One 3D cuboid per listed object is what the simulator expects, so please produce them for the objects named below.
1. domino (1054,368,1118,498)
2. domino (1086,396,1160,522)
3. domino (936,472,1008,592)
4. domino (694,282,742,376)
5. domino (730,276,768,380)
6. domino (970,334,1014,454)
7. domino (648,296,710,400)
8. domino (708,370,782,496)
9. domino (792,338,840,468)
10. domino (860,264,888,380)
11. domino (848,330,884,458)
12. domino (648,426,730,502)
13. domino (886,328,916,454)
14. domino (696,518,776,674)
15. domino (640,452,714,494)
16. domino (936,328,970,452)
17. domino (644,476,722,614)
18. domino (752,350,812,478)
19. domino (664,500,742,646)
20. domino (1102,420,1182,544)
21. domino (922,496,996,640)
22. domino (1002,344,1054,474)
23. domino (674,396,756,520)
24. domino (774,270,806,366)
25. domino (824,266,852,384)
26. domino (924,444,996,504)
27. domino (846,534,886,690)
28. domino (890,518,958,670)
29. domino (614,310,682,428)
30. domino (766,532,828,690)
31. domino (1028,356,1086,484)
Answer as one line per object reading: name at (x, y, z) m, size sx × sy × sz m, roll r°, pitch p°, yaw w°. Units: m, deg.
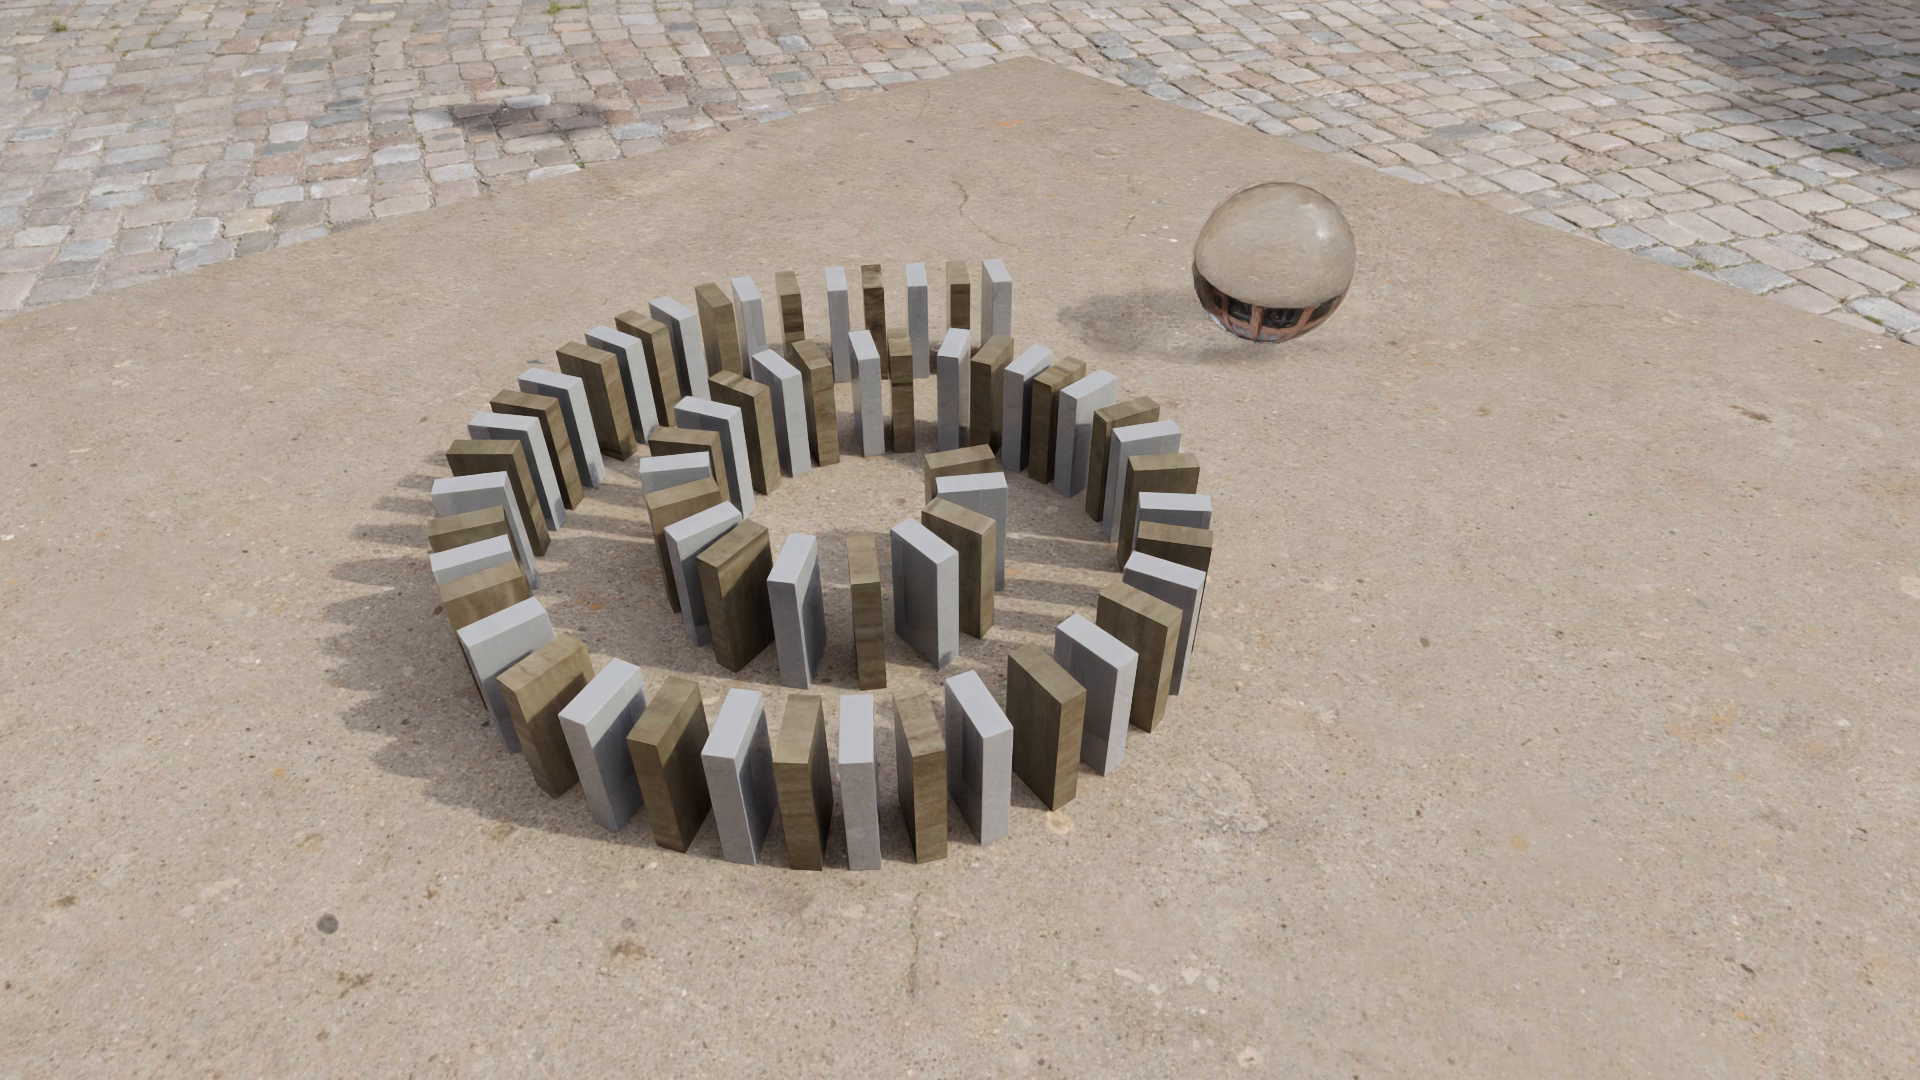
domino at (0.053, -0.045, 0.466) m, size 0.025 × 0.050 × 0.010 m, roll -30°, pitch 48°, yaw -32°
domino at (0.066, -0.033, 0.451) m, size 0.025 × 0.050 × 0.010 m, roll -18°, pitch 42°, yaw -20°
domino at (0.004, -0.002, 0.413) m, size 0.025 × 0.050 × 0.009 m, roll -5°, pitch 40°, yaw -6°
domino at (-0.115, -0.095, 0.527) m, size 0.009 × 0.050 × 0.025 m, roll -20°, pitch 43°, yaw -23°
domino at (-0.101, -0.099, 0.532) m, size 0.009 × 0.050 × 0.025 m, roll -13°, pitch 41°, yaw -16°
domino at (0.014, -0.063, 0.488) m, size 0.009 × 0.050 × 0.025 m, roll 16°, pitch 42°, yaw 19°
domino at (-0.131, -0.087, 0.517) m, size 0.009 × 0.050 × 0.025 m, roll -32°, pitch 49°, yaw -33°
domino at (-0.091, -0.045, 0.467) m, size 0.025 × 0.050 × 0.009 m, roll 22°, pitch 44°, yaw 25°
domino at (-0.064, -0.060, 0.485) m, size 0.010 × 0.050 × 0.025 m, roll -17°, pitch 42°, yaw -20°
domino at (-0.042, -0.107, 0.542) m, size 0.009 × 0.050 × 0.025 m, roll -4°, pitch 40°, yaw -5°
domino at (-0.042, -0.065, 0.491) m, size 0.010 × 0.050 × 0.025 m, roll -9°, pitch 40°, yaw -11°
domino at (-0.106, -0.021, 0.437) m, size 0.025 × 0.050 × 0.009 m, roll 6°, pitch 40°, yaw 7°
domino at (-0.026, -0.067, 0.493) m, size 0.009 × 0.050 × 0.025 m, roll -4°, pitch 39°, yaw -5°
domino at (-0.077, 0.020, 0.387) m, size 0.009 × 0.050 × 0.025 m, roll 23°, pitch 45°, yaw 26°
domino at (-0.106, -0.010, 0.423) m, size 0.025 × 0.050 × 0.009 m, roll -7°, pitch 40°, yaw -8°
domino at (-0.003, -0.066, 0.492) m, size 0.009 × 0.050 × 0.025 m, roll 8°, pitch 40°, yaw 9°
domino at (-0.099, 0.002, 0.409) m, size 0.025 × 0.050 × 0.009 m, roll -18°, pitch 42°, yaw -20°
domino at (-0.077, -0.055, 0.478) m, size 0.010 × 0.050 × 0.025 m, roll -26°, pitch 46°, yaw -28°
domino at (-0.089, 0.013, 0.396) m, size 0.025 × 0.050 × 0.010 m, roll -27°, pitch 46°, yaw -29°
domino at (0.072, -0.023, 0.439) m, size 0.025 × 0.050 × 0.010 m, roll -10°, pitch 40°, yaw -11°
domino at (-0.001, 0.011, 0.398) m, size 0.025 × 0.050 × 0.009 m, roll 22°, pitch 44°, yaw 25°
domino at (0.029, -0.057, 0.481) m, size 0.009 × 0.050 × 0.025 m, roll 22°, pitch 44°, yaw 25°
domino at (-0.100, -0.033, 0.452) m, size 0.025 × 0.050 × 0.009 m, roll 14°, pitch 41°, yaw 16°
domino at (-0.082, -0.103, 0.537) m, size 0.009 × 0.050 × 0.025 m, roll -9°, pitch 40°, yaw -11°
domino at (-0.059, -0.105, 0.540) m, size 0.009 × 0.050 × 0.025 m, roll -6°, pitch 40°, yaw -7°
domino at (0.000, -0.012, 0.426) m, size 0.025 × 0.050 × 0.010 m, roll -11°, pitch 41°, yaw -13°
domino at (-0.032, 0.025, 0.380) m, size 0.009 × 0.050 × 0.025 m, roll -5°, pitch 40°, yaw -7°
domino at (-0.012, 0.019, 0.388) m, size 0.009 × 0.050 × 0.025 m, roll -29°, pitch 47°, yaw -30°
domino at (-0.143, -0.078, 0.507) m, size 0.025 × 0.050 × 0.009 m, roll 26°, pitch 46°, yaw 28°
domino at (-0.056, 0.025, 0.381) m, size 0.009 × 0.050 × 0.025 m, roll 6°, pitch 40°, yaw 8°
domino at (0.042, -0.051, 0.474) m, size 0.009 × 0.050 × 0.025 m, roll 28°, pitch 47°, yaw 30°
